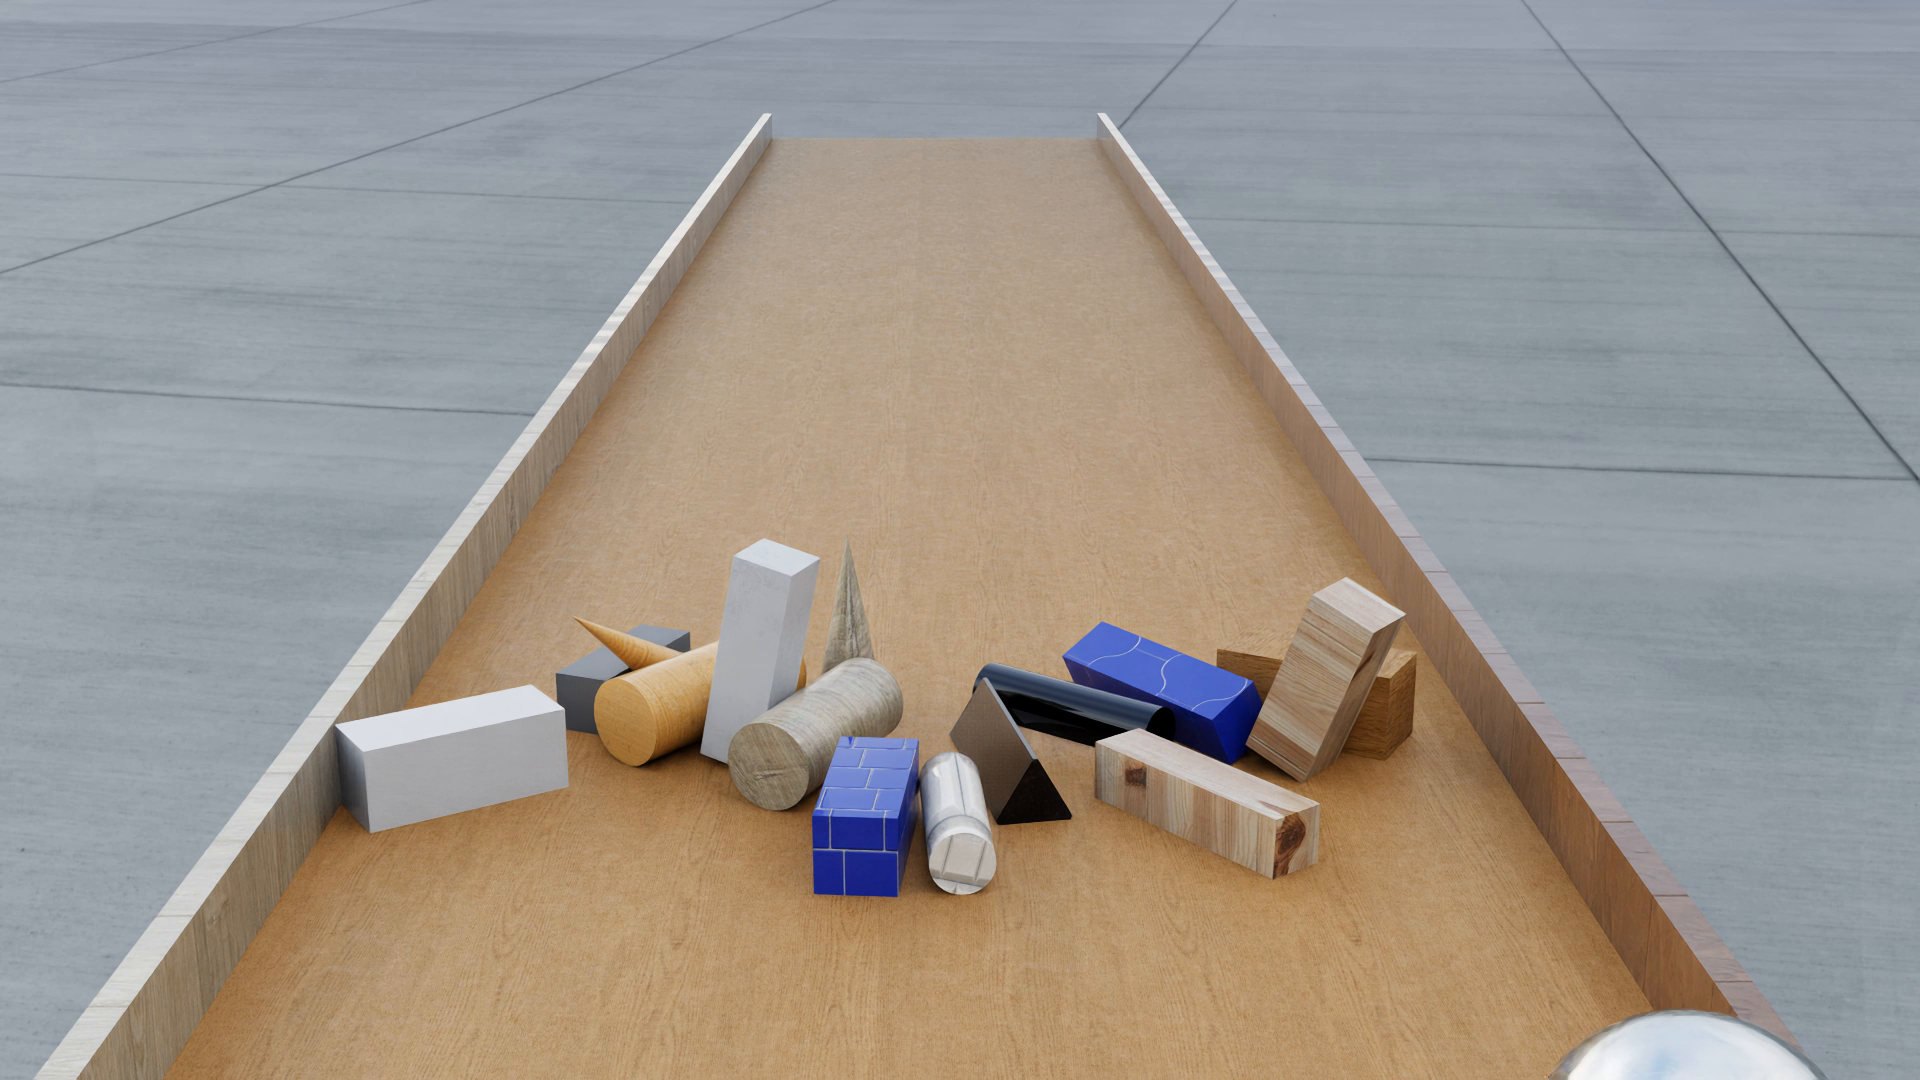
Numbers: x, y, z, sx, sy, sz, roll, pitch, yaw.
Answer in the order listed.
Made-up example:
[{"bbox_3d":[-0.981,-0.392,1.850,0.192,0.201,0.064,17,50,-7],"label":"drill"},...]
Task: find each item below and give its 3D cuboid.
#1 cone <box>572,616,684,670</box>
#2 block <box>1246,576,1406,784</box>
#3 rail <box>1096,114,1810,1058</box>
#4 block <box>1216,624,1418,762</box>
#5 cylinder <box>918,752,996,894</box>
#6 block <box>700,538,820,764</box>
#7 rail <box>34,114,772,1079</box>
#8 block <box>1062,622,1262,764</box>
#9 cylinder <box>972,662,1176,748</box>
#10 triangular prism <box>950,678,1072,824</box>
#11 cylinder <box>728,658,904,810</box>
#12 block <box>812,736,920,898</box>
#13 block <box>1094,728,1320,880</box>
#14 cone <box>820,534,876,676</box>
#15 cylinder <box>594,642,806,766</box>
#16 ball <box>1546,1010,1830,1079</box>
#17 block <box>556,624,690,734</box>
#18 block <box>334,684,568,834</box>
[{"bbox_3d":[-0.598,0.202,4.008,0.104,0.104,0.381,10,-16,31],"label":"cone"},{"bbox_3d":[0.631,0.243,3.806,0.124,0.322,0.124,34,32,25],"label":"block"},{"bbox_3d":[0.932,-0.844,7.801,0.050,0.150,12.000,0,17,-1],"label":"rail"},{"bbox_3d":[0.650,0.276,4.025,0.327,0.156,0.156,9,19,28],"label":"block"},{"bbox_3d":[-0.007,0.450,3.531,0.104,0.104,0.329,-1,17,-4],"label":"cylinder"},{"bbox_3d":[-0.350,0.204,3.844,0.112,0.382,0.112,19,22,17],"label":"block"},{"bbox_3d":[-1.118,-0.838,7.780,0.050,0.150,12.000,0,17,-1],"label":"rail"},{"bbox_3d":[0.375,0.276,4.039,0.109,0.109,0.413,-39,34,-22],"label":"block"},{"bbox_3d":[0.204,0.312,3.997,0.380,0.103,0.103,13,21,36],"label":"cylinder"},{"bbox_3d":[0.084,0.357,3.819,0.128,0.111,0.395,-3,17,-11],"label":"triangular prism"},{"bbox_3d":[-0.247,0.333,3.833,0.156,0.156,0.356,7,18,24],"label":"cylinder"},{"bbox_3d":[-0.147,0.438,3.523,0.131,0.131,0.327,1,17,4],"label":"block"},{"bbox_3d":[0.399,0.427,3.612,0.101,0.101,0.417,-13,21,-37],"label":"block"},{"bbox_3d":[-0.208,0.152,4.113,0.135,0.344,0.135,0,17,0],"label":"cone"},{"bbox_3d":[-0.469,0.278,4.011,0.160,0.160,0.384,13,21,37],"label":"cylinder"},{"bbox_3d":[0.774,0.678,2.320,0.358,0.358,0.358,0,17,0],"label":"ball"},{"bbox_3d":[-0.632,0.262,4.156,0.108,0.108,0.301,7,18,22],"label":"block"},{"bbox_3d":[-0.861,0.368,3.738,0.351,0.144,0.144,-11,20,-32],"label":"block"}]
